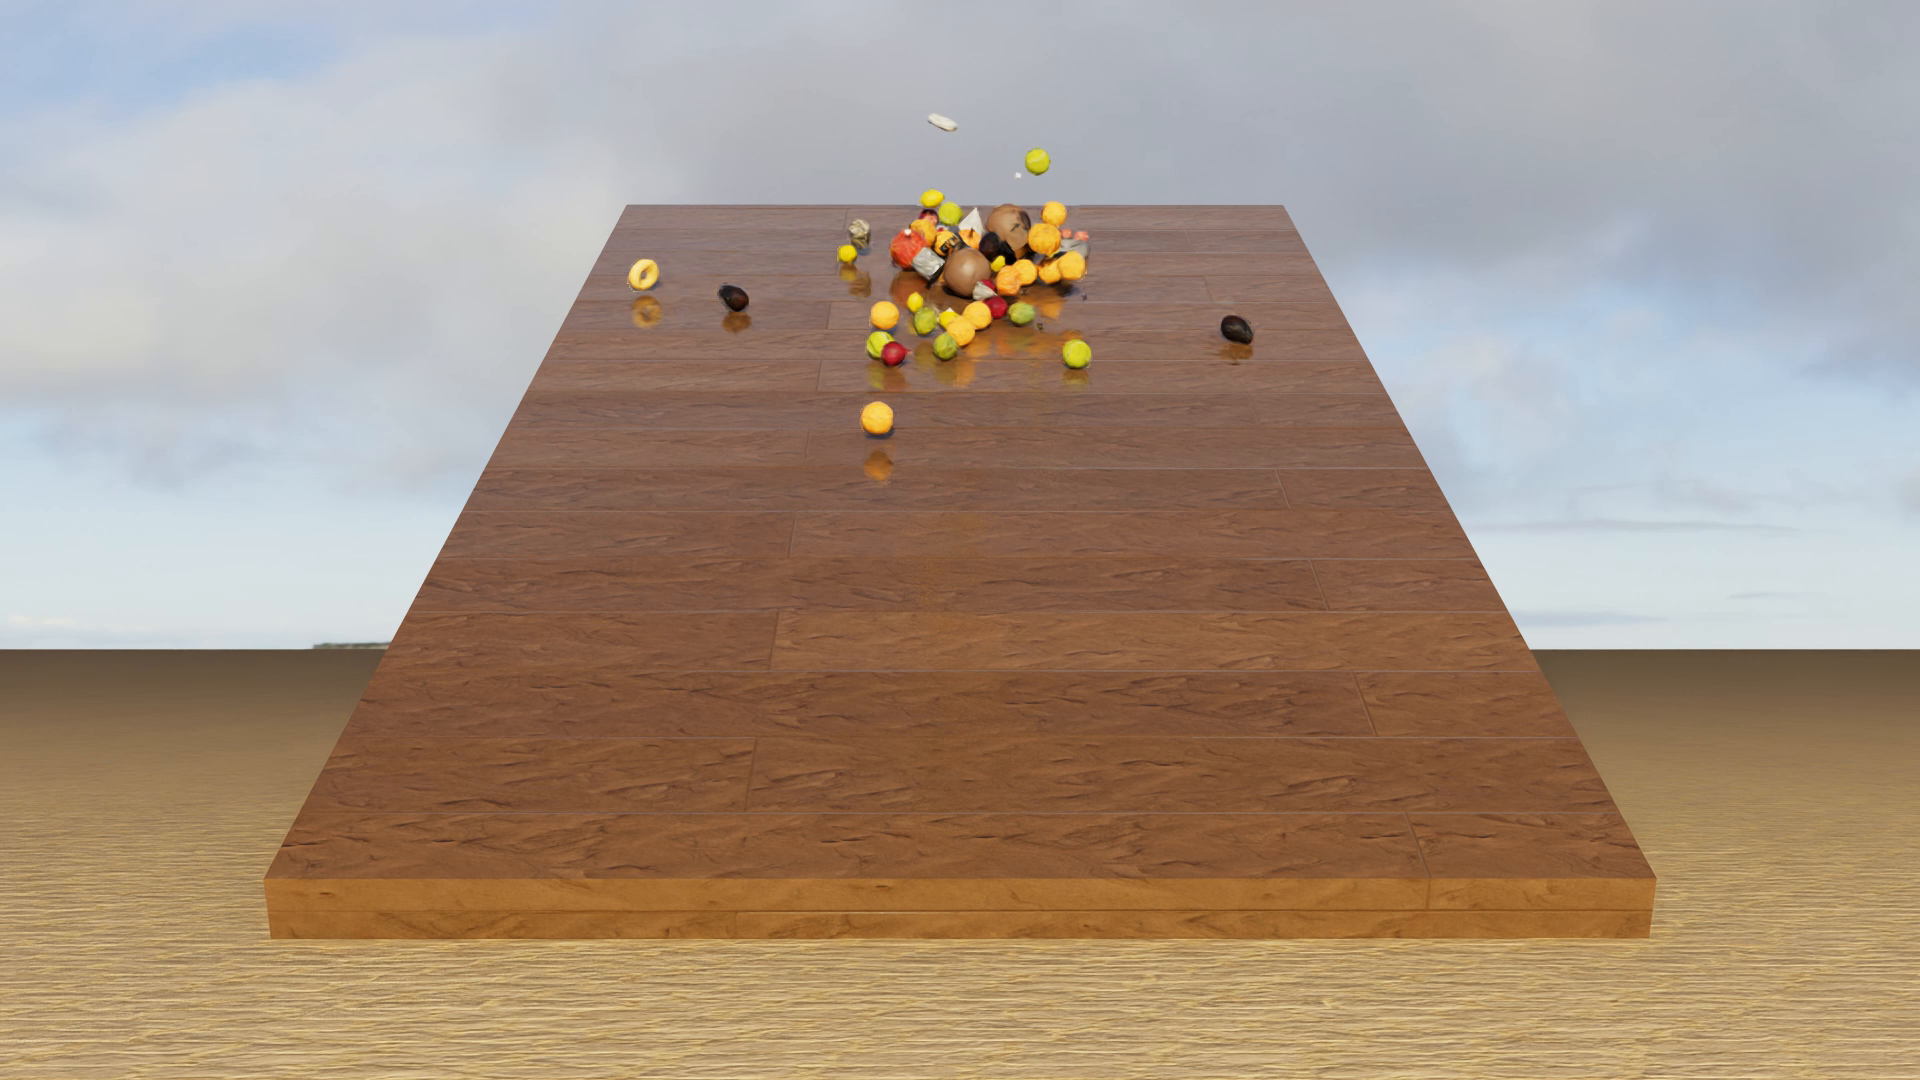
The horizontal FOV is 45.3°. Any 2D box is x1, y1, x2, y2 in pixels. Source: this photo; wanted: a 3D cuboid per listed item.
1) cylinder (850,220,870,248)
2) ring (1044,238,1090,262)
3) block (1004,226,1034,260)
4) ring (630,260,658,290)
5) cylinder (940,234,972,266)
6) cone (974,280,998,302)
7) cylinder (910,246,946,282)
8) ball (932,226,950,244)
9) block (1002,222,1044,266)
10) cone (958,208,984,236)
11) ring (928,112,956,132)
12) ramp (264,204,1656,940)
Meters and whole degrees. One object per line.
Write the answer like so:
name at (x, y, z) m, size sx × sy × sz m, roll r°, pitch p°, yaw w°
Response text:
cylinder at (-0.278, -0.849, 6.390) m, size 0.057 × 0.057 × 0.057 m, roll 0°, pitch -34°, yaw -1°
ring at (0.298, -0.810, 6.427) m, size 0.133 × 0.044 × 0.133 m, roll -1°, pitch 23°, yaw 0°
block at (0.156, -0.789, 6.104) m, size 0.055 × 0.055 × 0.055 m, roll -31°, pitch -20°, yaw -1°
ring at (-0.836, -0.702, 6.077) m, size 0.029 × 0.088 × 0.088 m, roll 34°, pitch 20°, yaw 37°
cylinder at (-0.011, -0.797, 6.316) m, size 0.065 × 0.065 × 0.065 m, roll -39°, pitch 0°, yaw 0°
cone at (0.073, -0.629, 5.870) m, size 0.057 × 0.057 × 0.057 m, roll 14°, pitch 5°, yaw 30°
cylinder at (-0.084, -0.738, 6.157) m, size 0.069 × 0.069 × 0.069 m, roll 39°, pitch 3°, yaw 8°
ball at (-0.054, -0.873, 6.569) m, size 0.052 × 0.052 × 0.052 m, roll 0°, pitch -3°, yaw 0°
block at (0.173, -0.813, 6.309) m, size 0.076 × 0.076 × 0.076 m, roll 34°, pitch 4°, yaw 11°
cone at (0.039, -0.914, 6.506) m, size 0.075 × 0.075 × 0.075 m, roll 8°, pitch 41°, yaw -7°
ring at (-0.044, -1.008, 5.547) m, size 0.077 × 0.026 × 0.077 m, roll 23°, pitch 13°, yaw -6°
ramp at (-0.007, -0.222, 5.170) m, size 2.000 × 0.100 × 4.000 m, roll 0°, pitch 22°, yaw 0°
